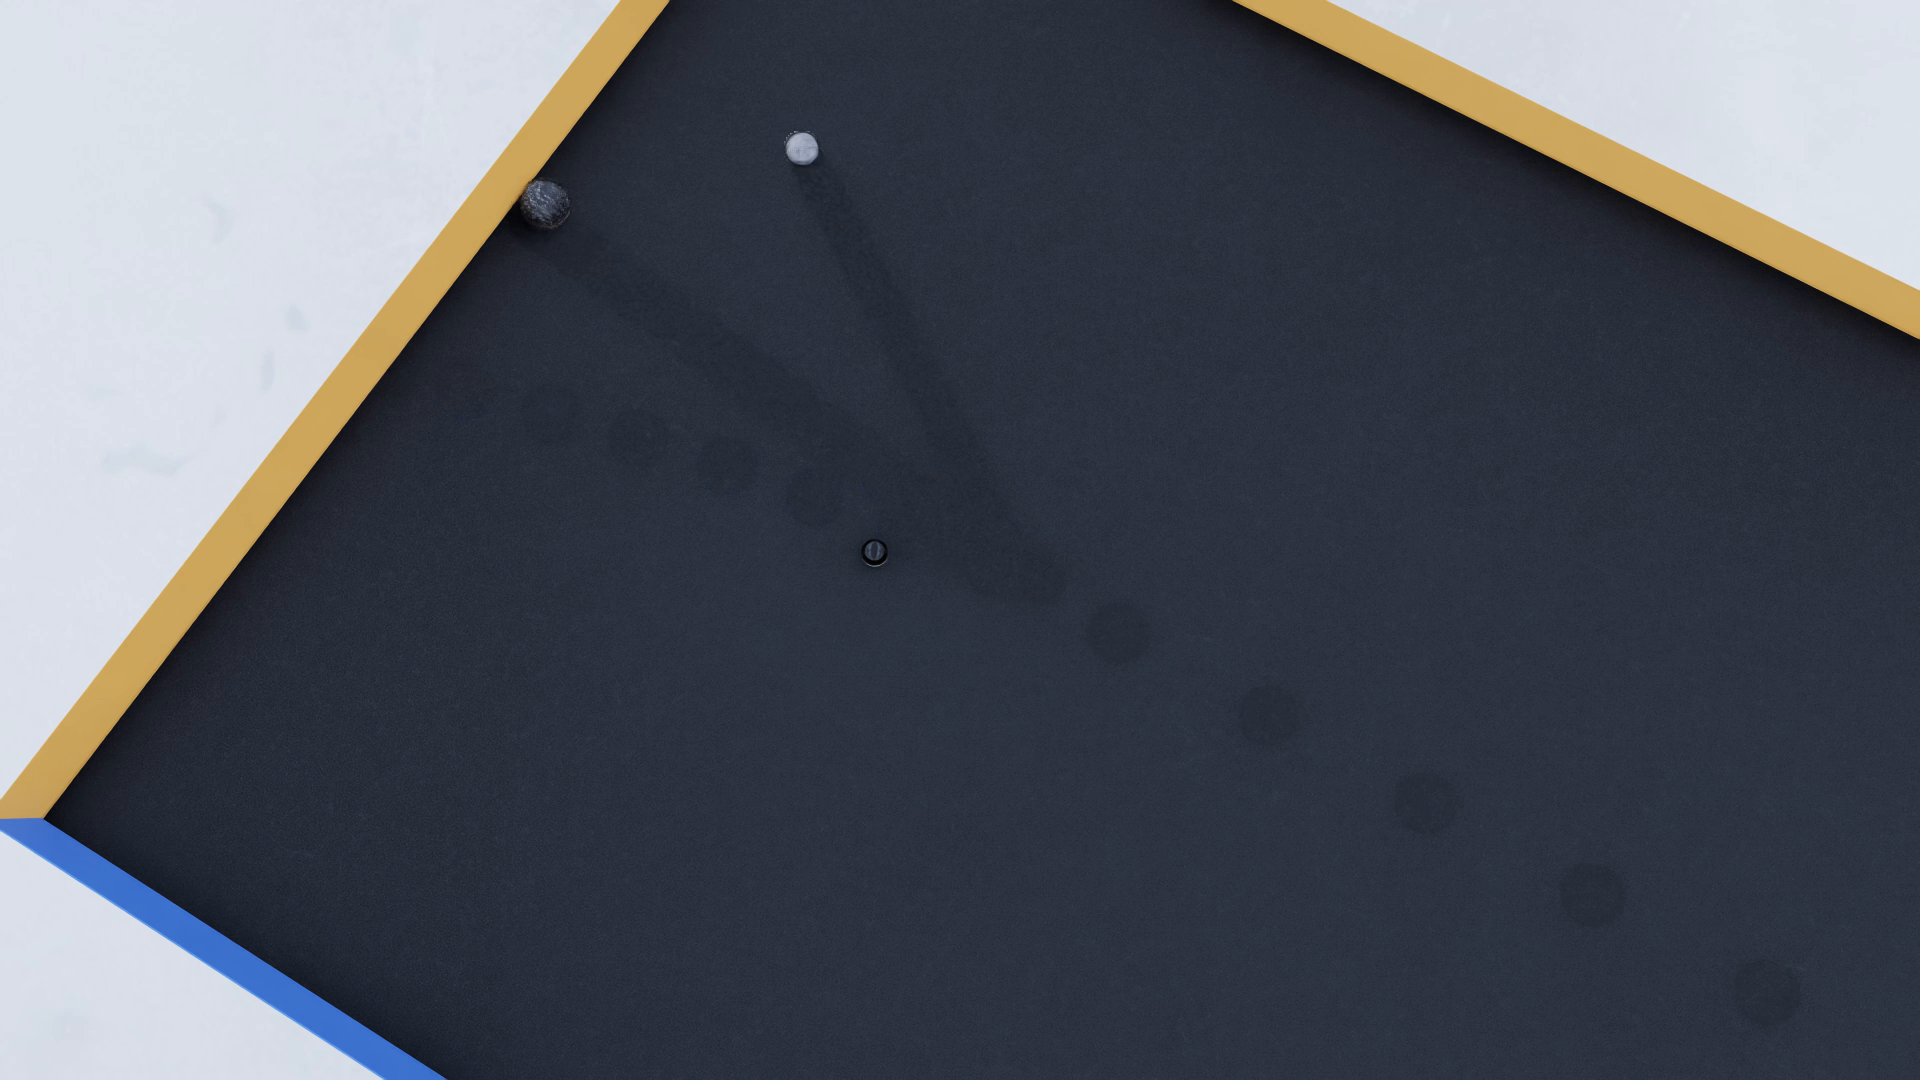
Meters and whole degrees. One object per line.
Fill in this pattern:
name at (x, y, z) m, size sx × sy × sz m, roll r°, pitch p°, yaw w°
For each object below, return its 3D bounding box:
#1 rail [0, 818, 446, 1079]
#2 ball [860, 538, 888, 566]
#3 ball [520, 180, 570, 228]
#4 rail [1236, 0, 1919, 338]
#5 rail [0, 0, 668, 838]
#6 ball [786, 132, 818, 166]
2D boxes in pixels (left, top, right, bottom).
rail at (0.273, 1.360, 2.921) m, size 3.952 × 0.107 × 0.045 m, roll 29°, pitch 72°, yaw 11°
ball at (-0.135, 0.020, 3.473) m, size 0.044 × 0.044 × 0.044 m, roll 0°, pitch 69°, yaw 0°
ball at (-0.693, -0.562, 3.676) m, size 0.082 × 0.082 × 0.082 m, roll 0°, pitch 69°, yaw 0°
rail at (1.422, -0.429, 3.611) m, size 3.952 × 0.107 × 0.045 m, roll 29°, pitch 72°, yaw 11°
rail at (-0.827, -0.471, 3.627) m, size 0.045 × 0.107 × 2.282 m, roll 29°, pitch 72°, yaw 11°
ball at (-0.267, -0.663, 3.730) m, size 0.055 × 0.055 × 0.055 m, roll 0°, pitch 69°, yaw 0°
